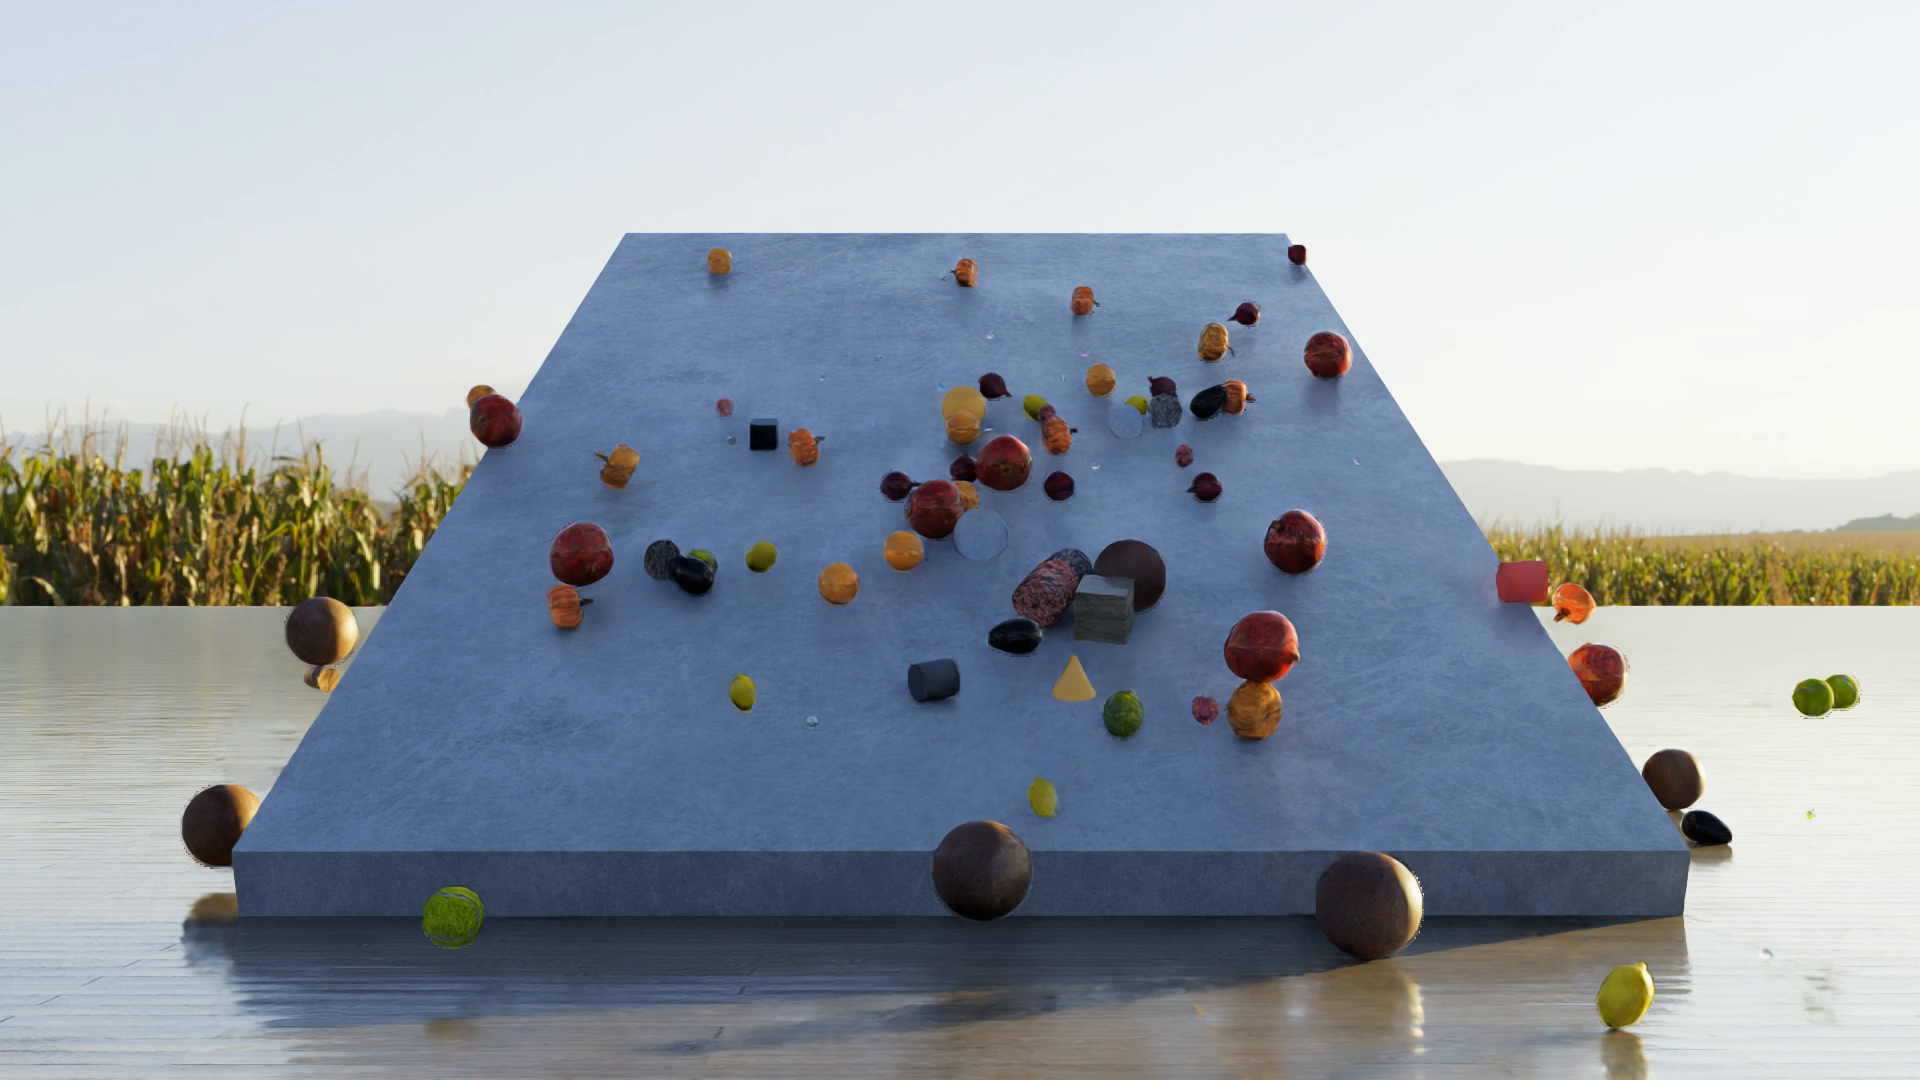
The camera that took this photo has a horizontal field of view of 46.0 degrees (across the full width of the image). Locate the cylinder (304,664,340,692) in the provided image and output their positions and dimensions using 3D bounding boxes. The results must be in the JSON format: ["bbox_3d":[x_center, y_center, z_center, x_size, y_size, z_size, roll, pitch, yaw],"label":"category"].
[{"bbox_3d":[-1.412,0.304,5.009,0.055,0.055,0.055,12,7,41],"label":"cylinder"}]

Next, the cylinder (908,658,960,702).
[{"bbox_3d":[-0.041,0.221,3.571,0.061,0.061,0.061,-9,3,-29],"label":"cylinder"}]

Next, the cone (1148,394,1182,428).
[{"bbox_3d":[0.439,-0.277,5.001,0.079,0.079,0.079,0,-8,-17],"label":"cone"}]

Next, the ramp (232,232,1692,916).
[{"bbox_3d":[-0.005,-0.205,4.999,2.000,0.100,4.000,0,20,0],"label":"ramp"}]

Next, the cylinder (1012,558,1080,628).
[{"bbox_3d":[0.149,0.091,3.878,0.087,0.087,0.087,-1,28,33],"label":"cylinder"}]

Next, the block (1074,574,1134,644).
[{"bbox_3d":[0.245,0.117,3.831,0.086,0.086,0.086,4,20,12],"label":"block"}]

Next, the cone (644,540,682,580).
[{"bbox_3d":[-0.525,0.042,4.115,0.074,0.074,0.074,0,-8,18],"label":"cone"}]

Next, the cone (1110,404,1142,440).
[{"bbox_3d":[0.348,-0.250,4.925,0.078,0.078,0.078,0,-8,-16],"label":"cone"}]

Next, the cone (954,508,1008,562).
[{"bbox_3d":[0.042,-0.004,4.228,0.100,0.100,0.100,0,-7,6],"label":"cone"}]

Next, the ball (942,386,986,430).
[{"bbox_3d":[0.008,-0.288,4.934,0.098,0.098,0.098,0,-2,0],"label":"ball"}]

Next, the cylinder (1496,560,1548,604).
[{"bbox_3d":[0.983,0.074,3.958,0.072,0.072,0.072,-3,-1,-2],"label":"cylinder"}]

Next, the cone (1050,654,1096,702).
[{"bbox_3d":[0.180,0.211,3.593,0.072,0.072,0.072,0,20,0],"label":"cone"}]

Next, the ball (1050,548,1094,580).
[{"bbox_3d":[0.193,0.057,4.001,0.085,0.085,0.085,0,-2,0],"label":"ball"}]

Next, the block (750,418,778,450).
[{"bbox_3d":[-0.418,-0.226,4.827,0.054,0.054,0.054,1,20,2],"label":"block"}]
